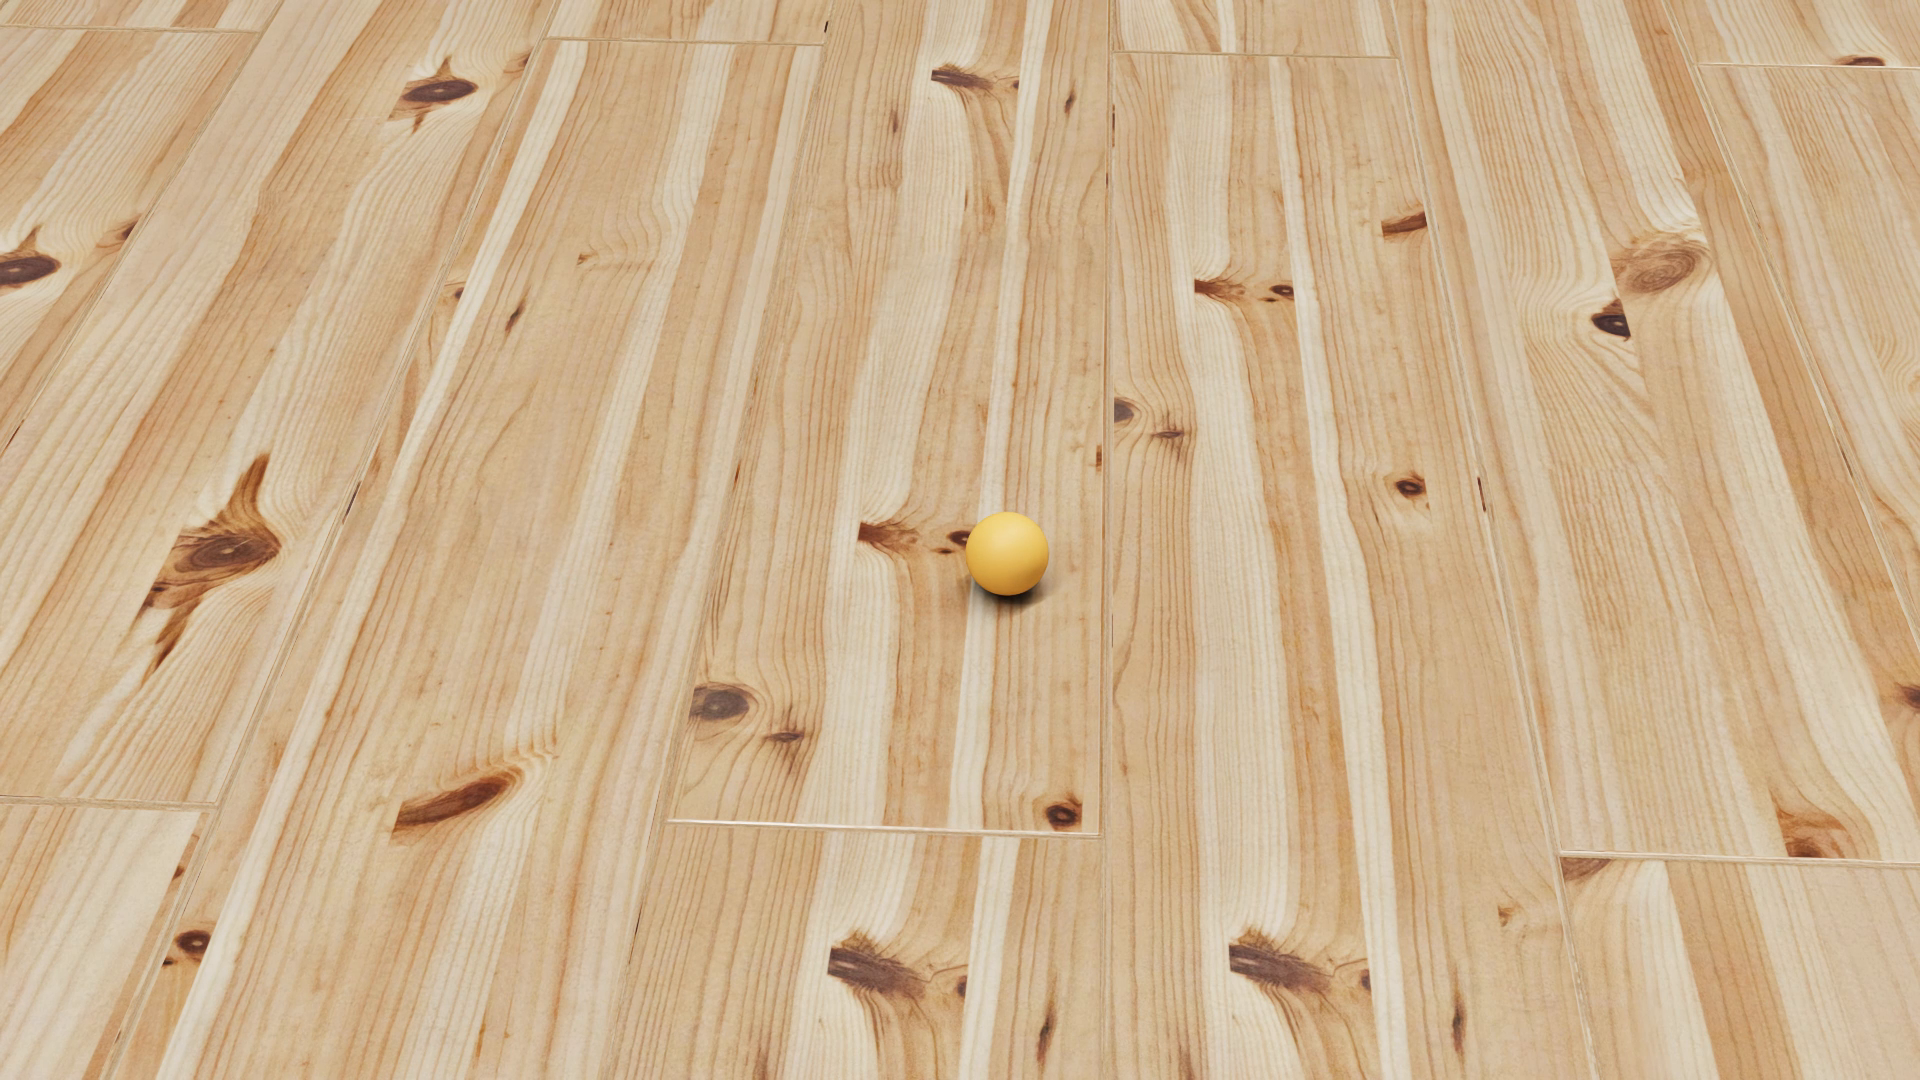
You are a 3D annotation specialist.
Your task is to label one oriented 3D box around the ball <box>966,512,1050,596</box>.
[{"bbox_3d":[0.029,0.009,1.602,0.052,0.052,0.052,0,36,0],"label":"ball"}]
